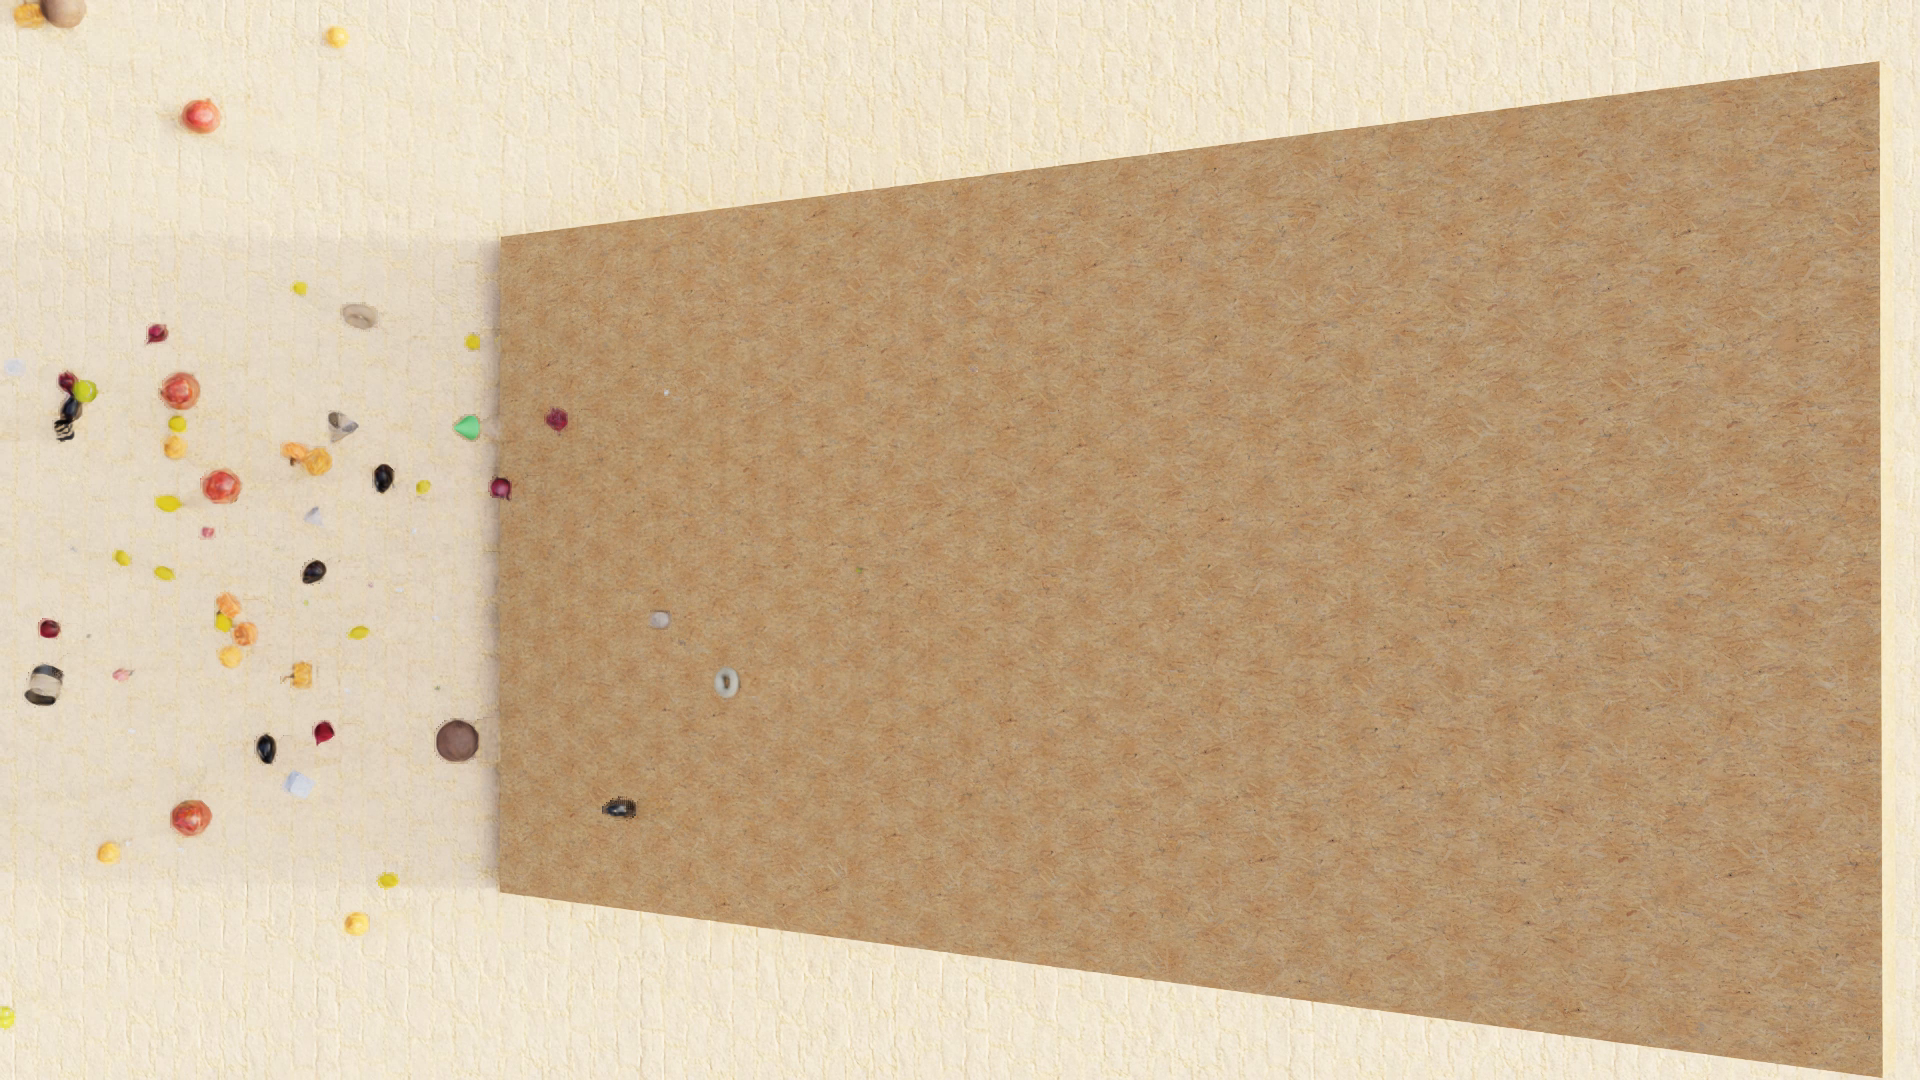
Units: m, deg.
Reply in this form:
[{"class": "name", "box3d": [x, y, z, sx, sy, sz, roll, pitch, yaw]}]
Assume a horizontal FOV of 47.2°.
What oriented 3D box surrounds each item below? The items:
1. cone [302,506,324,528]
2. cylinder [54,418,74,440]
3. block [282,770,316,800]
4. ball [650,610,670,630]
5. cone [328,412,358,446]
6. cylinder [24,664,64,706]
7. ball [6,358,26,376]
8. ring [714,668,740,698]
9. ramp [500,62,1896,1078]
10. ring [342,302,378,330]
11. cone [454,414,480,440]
[{"class": "cone", "box3d": [-1.978, -0.059, 6.772, 0.063, 0.063, 0.063, -39, 116, 0]}, {"class": "cylinder", "box3d": [-2.741, -0.337, 6.729, 0.052, 0.052, 0.052, -2, 115, 0]}, {"class": "block", "box3d": [-2.021, 0.748, 6.725, 0.061, 0.061, 0.061, 38, 73, -31]}, {"class": "ball", "box3d": [-0.854, 0.226, 6.262, 0.056, 0.056, 0.056, 0, 90, 0]}, {"class": "cone", "box3d": [-1.917, -0.327, 6.767, 0.095, 0.095, 0.095, 35, 116, 0]}, {"class": "cylinder", "box3d": [-2.793, 0.444, 6.709, 0.091, 0.091, 0.091, 0, 49, 0]}, {"class": "ball", "box3d": [-2.905, -0.533, 6.762, 0.056, 0.056, 0.056, 0, 90, 0]}, {"class": "ring", "box3d": [-0.649, 0.399, 6.127, 0.086, 0.029, 0.086, -1, 88, 36]}, {"class": "ramp", "box3d": [0.234, 0.066, 5.554, 4.000, 0.100, 2.000, 0, 89, 37]}, {"class": "ring", "box3d": [-1.826, -0.681, 6.692, 0.107, 0.107, 0.036, 11, 57, 0]}, {"class": "cone", "box3d": [-1.526, -0.344, 6.735, 0.077, 0.077, 0.077, 3, 96, 32]}]
